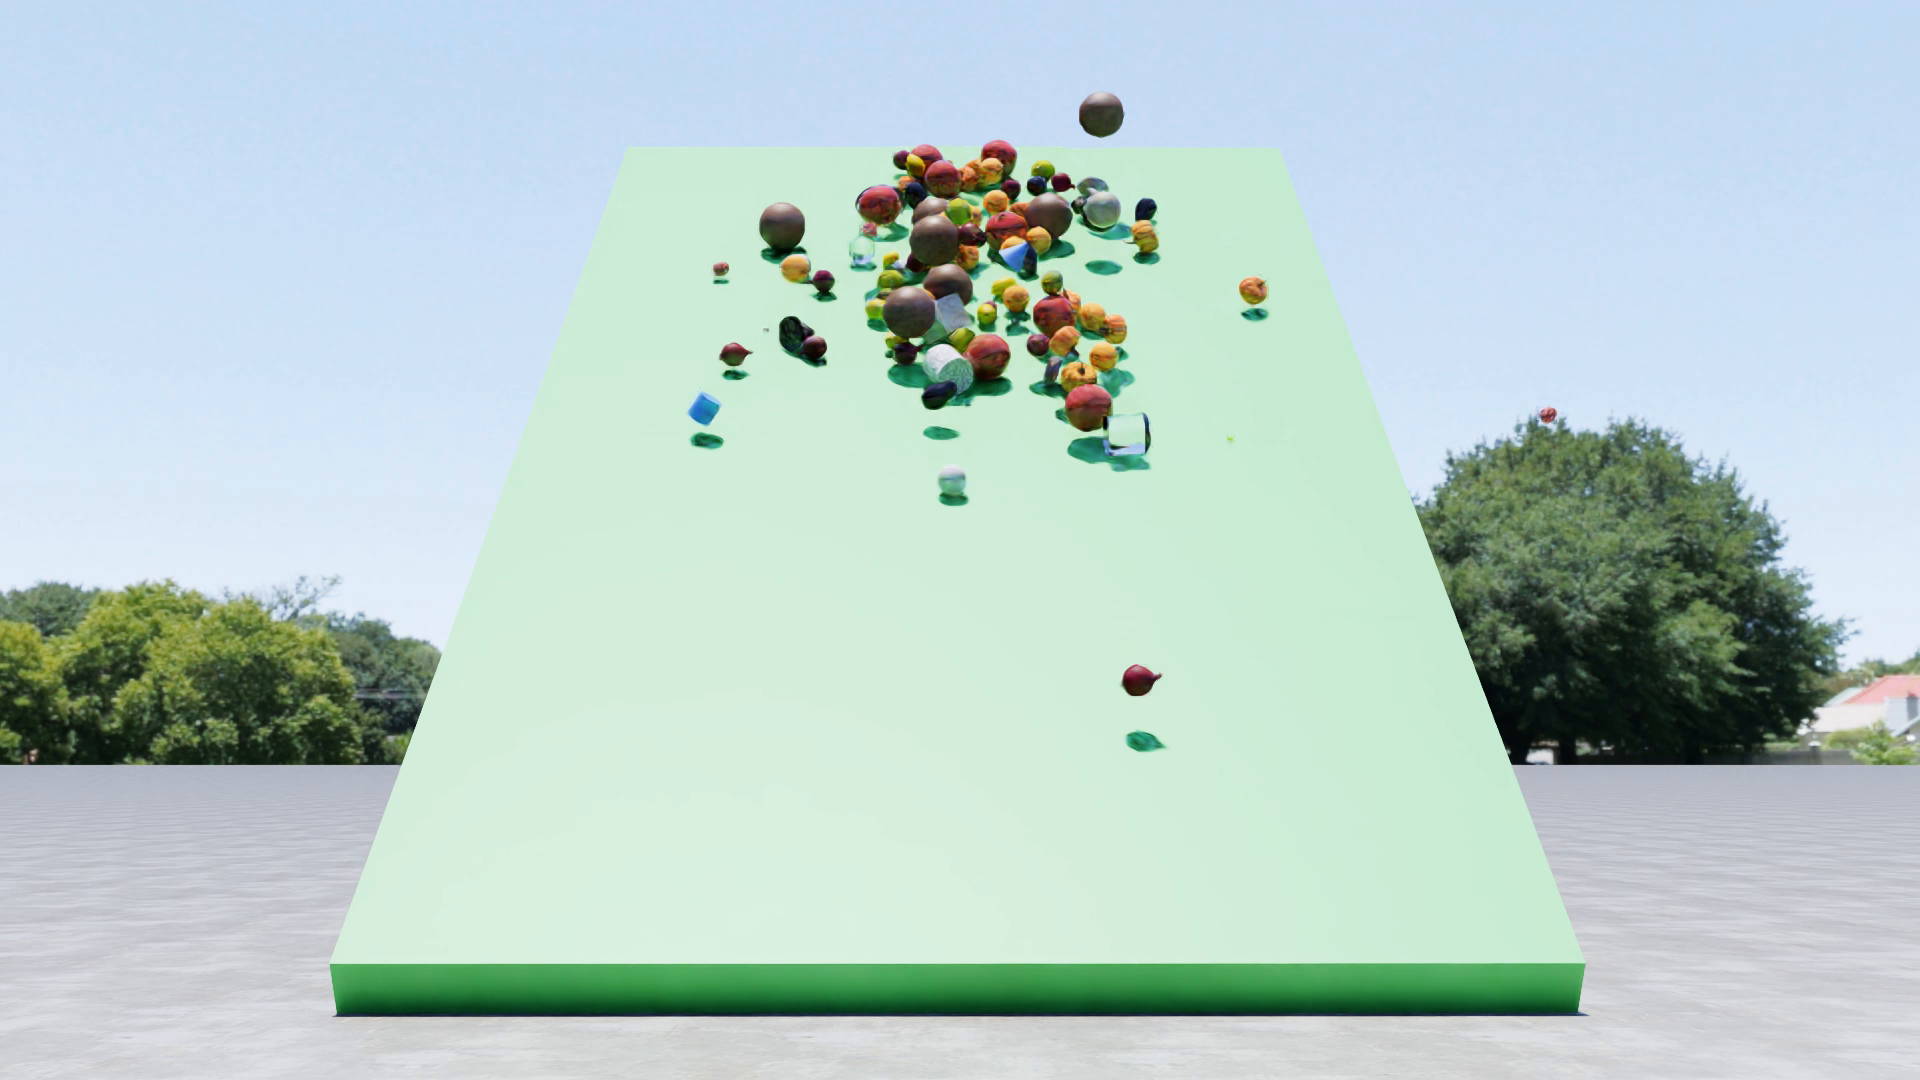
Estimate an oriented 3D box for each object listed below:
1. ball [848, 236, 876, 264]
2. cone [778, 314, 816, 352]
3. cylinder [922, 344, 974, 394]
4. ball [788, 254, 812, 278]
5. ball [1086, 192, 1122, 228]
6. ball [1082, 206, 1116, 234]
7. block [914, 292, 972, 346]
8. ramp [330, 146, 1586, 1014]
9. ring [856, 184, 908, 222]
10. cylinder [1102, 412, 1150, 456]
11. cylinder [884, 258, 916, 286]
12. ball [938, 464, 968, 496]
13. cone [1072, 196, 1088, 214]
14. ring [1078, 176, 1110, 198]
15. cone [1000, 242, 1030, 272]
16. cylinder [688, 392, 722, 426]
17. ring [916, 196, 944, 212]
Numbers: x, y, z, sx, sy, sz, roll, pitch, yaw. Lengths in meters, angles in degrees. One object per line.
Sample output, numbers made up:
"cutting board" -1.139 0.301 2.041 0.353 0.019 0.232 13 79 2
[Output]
"ball" -0.265 -0.784 6.455 0.075 0.075 0.075 0 -5 0
"cone" -0.391 -0.518 5.965 0.090 0.090 0.090 -5 2 42
"cylinder" -0.029 -0.410 5.734 0.094 0.094 0.094 3 24 -30
"ball" -0.426 -0.730 6.366 0.063 0.063 0.063 0 -5 0
"ball" 0.352 -0.811 5.858 0.090 0.090 0.090 0 -5 0
"ball" 0.380 -0.879 6.466 0.099 0.099 0.099 0 -5 0
"block" -0.043 -0.553 5.970 0.088 0.088 0.088 -26 -1 -39
"ramp" -0.011 -0.222 5.588 2.000 0.100 4.000 0 28 0
"ring" -0.221 -0.945 6.693 0.147 0.049 0.147 -5 -24 -2
"cylinder" 0.377 -0.240 5.414 0.092 0.092 0.092 -5 -5 -6
"cylinder" -0.161 -0.710 6.332 0.060 0.060 0.060 -5 19 42
"ball" -0.017 -0.132 5.240 0.067 0.067 0.067 0 -5 0
"cone" 0.347 -0.945 6.750 0.053 0.053 0.053 1 10 -11
"ring" 0.379 -1.000 6.787 0.094 0.031 0.094 13 -23 6
"cone" 0.153 -0.736 6.085 0.077 0.077 0.077 -44 -20 14
"cylinder" -0.588 -0.302 5.496 0.059 0.059 0.059 33 11 -8
"ring" -0.084 -0.965 6.843 0.080 0.027 0.080 3 27 -2
